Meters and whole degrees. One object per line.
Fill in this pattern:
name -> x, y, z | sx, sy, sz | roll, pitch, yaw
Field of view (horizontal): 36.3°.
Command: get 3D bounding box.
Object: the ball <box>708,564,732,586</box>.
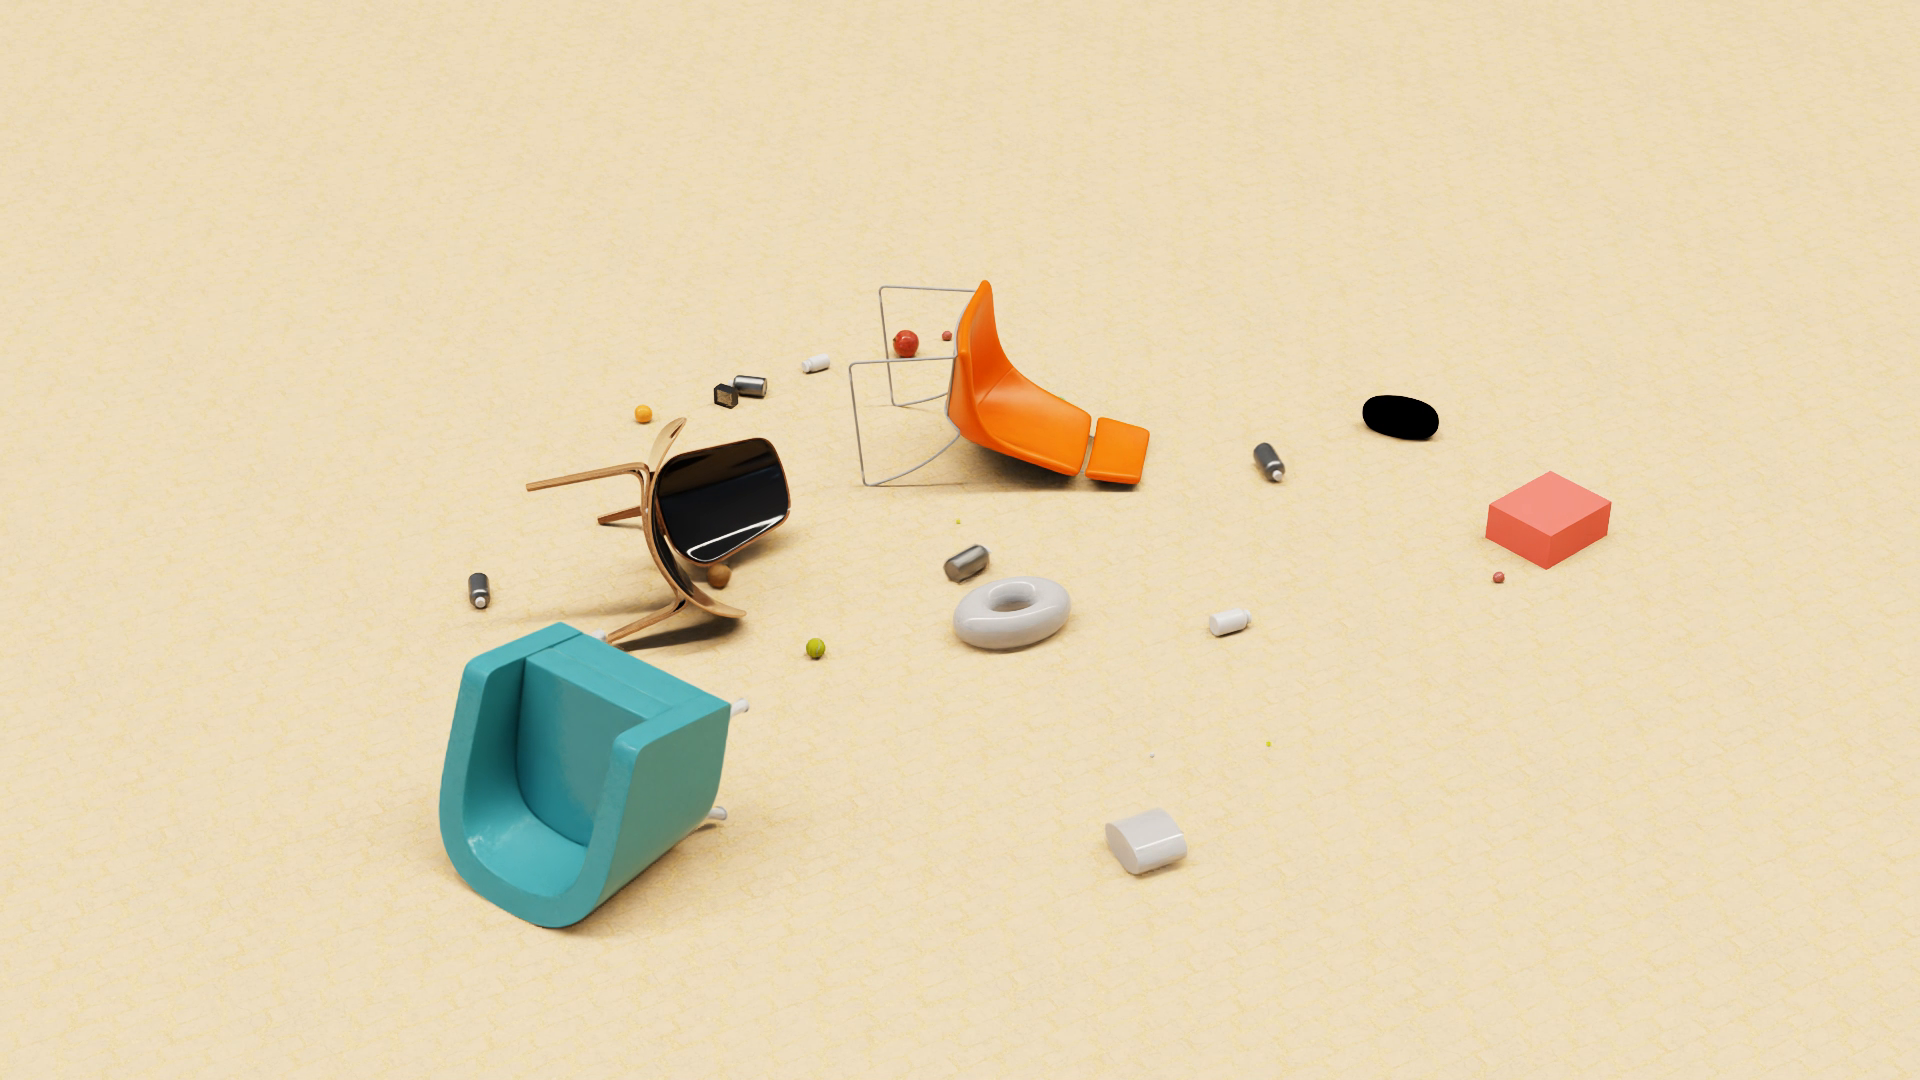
ball -> -0.875, 0.128, 10.673 | 0.085, 0.085, 0.085 | 0, 33, 0

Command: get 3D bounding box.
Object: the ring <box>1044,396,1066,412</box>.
ring -> 0.381, -0.545, 11.746 | 0.086, 0.029, 0.104 | 27, 41, 36

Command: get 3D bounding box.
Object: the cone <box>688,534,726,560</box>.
cone -> -0.938, 0.009, 10.861 | 0.139, 0.076, 0.112 | -4, 34, -6

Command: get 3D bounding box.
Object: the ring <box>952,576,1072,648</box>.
ring -> 0.186, 0.257, 10.425 | 0.447, 0.144, 0.296 | -14, 37, -18

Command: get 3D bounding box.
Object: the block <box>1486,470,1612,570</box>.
block -> 2.192, -0.076, 10.925 | 0.355, 0.148, 0.291 | -26, 41, -34

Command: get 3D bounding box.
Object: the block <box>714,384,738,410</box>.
block -> -0.938, -0.577, 11.754 | 0.084, 0.072, 0.050 | 19, 38, 26

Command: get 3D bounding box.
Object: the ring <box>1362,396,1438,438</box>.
ring -> 1.737, -0.485, 11.560 | 0.310, 0.134, 0.139 | 11, 38, 19
